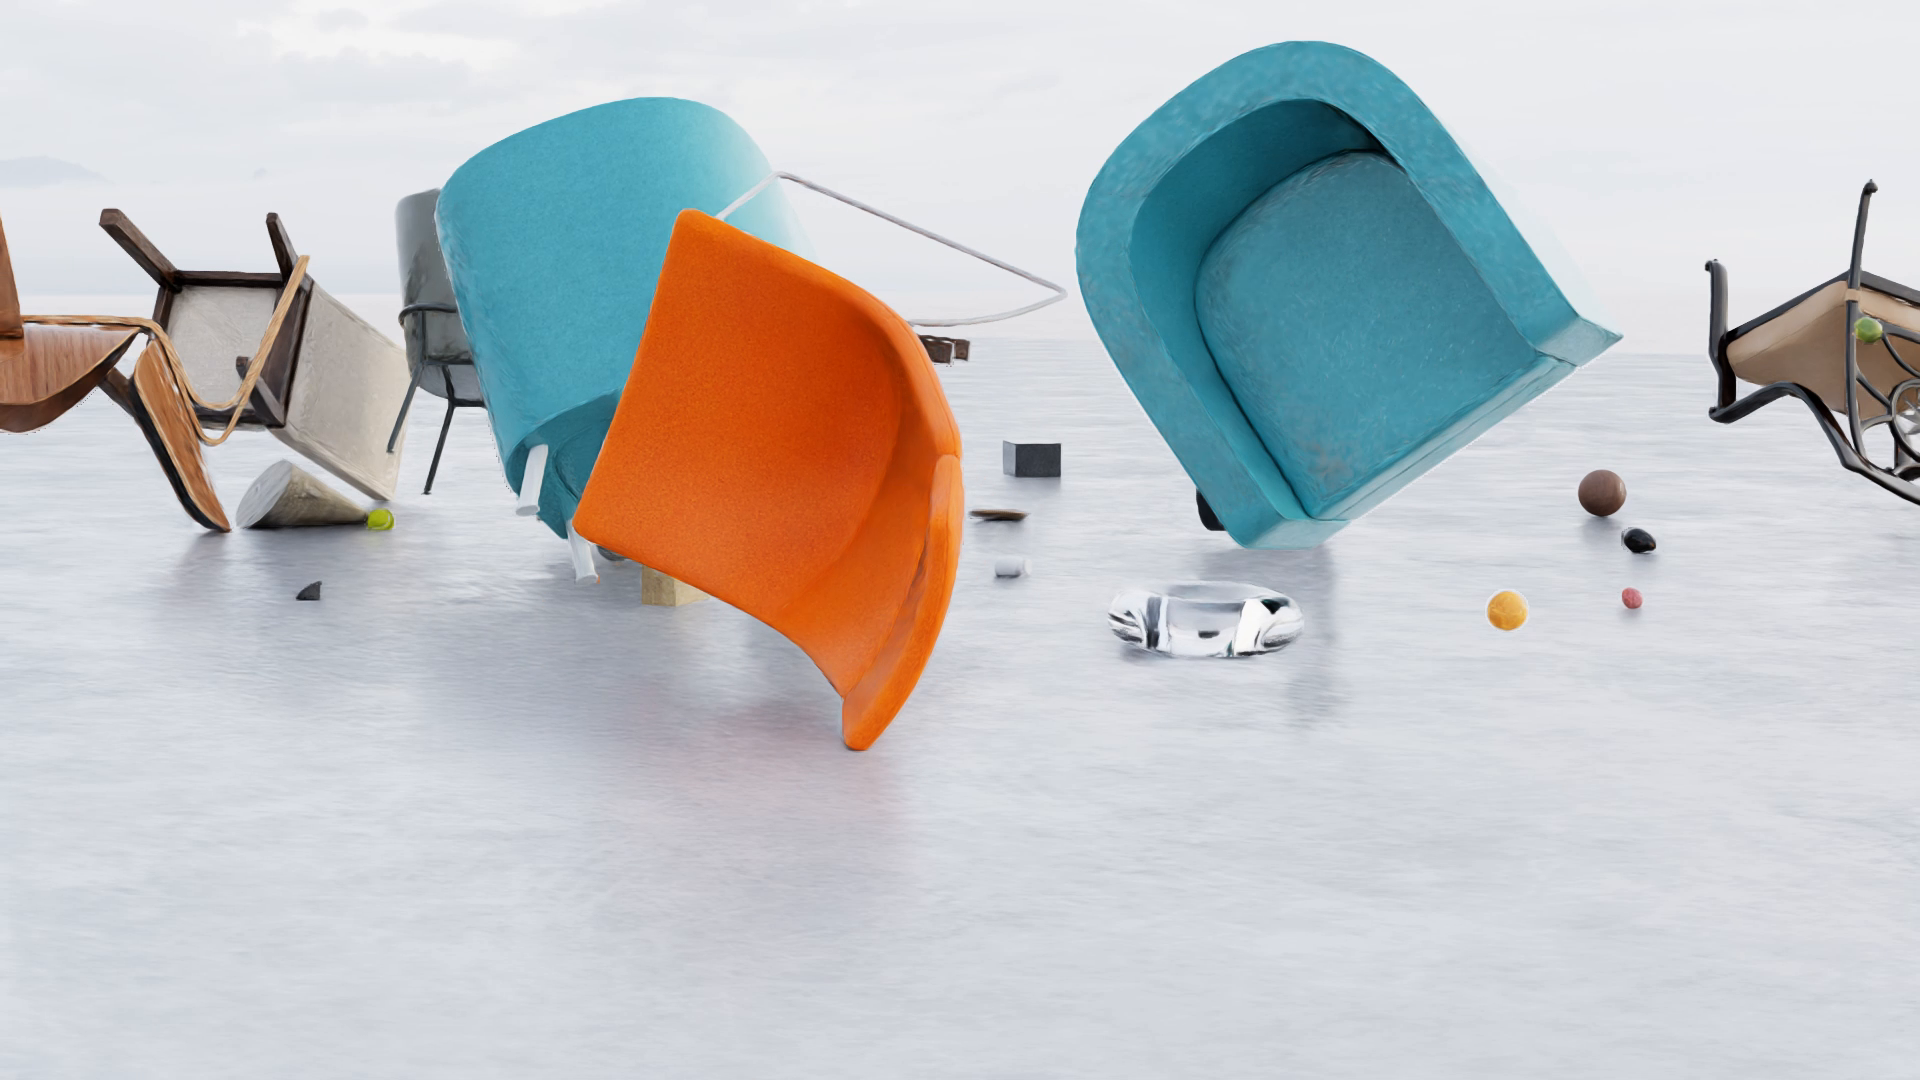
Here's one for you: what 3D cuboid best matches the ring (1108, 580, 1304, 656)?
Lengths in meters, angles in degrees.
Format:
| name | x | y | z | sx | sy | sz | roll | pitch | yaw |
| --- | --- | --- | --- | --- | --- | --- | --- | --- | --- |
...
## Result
| name | x | y | z | sx | sy | sz | roll | pitch | yaw |
| --- | --- | --- | --- | --- | --- | --- | --- | --- | --- |
| ring | 0.438 | 0.139 | 4.586 | 0.348 | 0.099 | 0.394 | 0 | 7 | -11 |

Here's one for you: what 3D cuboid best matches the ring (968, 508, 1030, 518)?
| name | x | y | z | sx | sy | sz | roll | pitch | yaw |
| --- | --- | --- | --- | --- | --- | --- | --- | --- | --- |
| ring | 0.104 | -0.071 | 6.907 | 0.165 | 0.020 | 0.160 | 1 | -4 | 14 |

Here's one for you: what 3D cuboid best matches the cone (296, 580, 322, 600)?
| name | x | y | z | sx | sy | sz | roll | pitch | yaw |
| --- | --- | --- | --- | --- | --- | --- | --- | --- | --- |
| cone | -1.316 | 0.113 | 5.225 | 0.031 | 0.038 | 0.069 | 40 | 47 | 13 |

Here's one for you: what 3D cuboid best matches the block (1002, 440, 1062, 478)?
| name | x | y | z | sx | sy | sz | roll | pitch | yaw |
| --- | --- | --- | --- | --- | --- | --- | --- | --- | --- |
| block | 0.236 | -0.271 | 8.502 | 0.153 | 0.111 | 0.209 | -1 | 6 | -11 |

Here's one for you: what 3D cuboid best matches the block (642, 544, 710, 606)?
| name | x | y | z | sx | sy | sz | roll | pitch | yaw |
| --- | --- | --- | --- | --- | --- | --- | --- | --- | --- |
| block | -0.575 | 0.070 | 5.198 | 0.076 | 0.109 | 0.145 | 2 | 6 | 23 |

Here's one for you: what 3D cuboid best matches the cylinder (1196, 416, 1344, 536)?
| name | x | y | z | sx | sy | sz | roll | pitch | yaw |
| --- | --- | --- | --- | --- | --- | --- | --- | --- | --- |
| cylinder | 0.775 | -0.158 | 6.411 | 0.308 | 0.289 | 0.191 | 3 | 10 | -24 |

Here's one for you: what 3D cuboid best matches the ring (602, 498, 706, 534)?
| name | x | y | z | sx | sy | sz | roll | pitch | yaw |
| --- | --- | --- | --- | --- | --- | --- | --- | --- | --- |
| ring | -0.797 | -0.062 | 6.697 | 0.272 | 0.059 | 0.347 | -4 | 10 | -12 |

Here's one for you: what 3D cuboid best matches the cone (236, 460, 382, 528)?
| name | x | y | z | sx | sy | sz | roll | pitch | yaw |
| --- | --- | --- | --- | --- | --- | --- | --- | --- | --- |
| cone | -1.674 | -0.083 | 6.762 | 0.351 | 0.131 | 0.315 | 15 | -35 | -38 |
